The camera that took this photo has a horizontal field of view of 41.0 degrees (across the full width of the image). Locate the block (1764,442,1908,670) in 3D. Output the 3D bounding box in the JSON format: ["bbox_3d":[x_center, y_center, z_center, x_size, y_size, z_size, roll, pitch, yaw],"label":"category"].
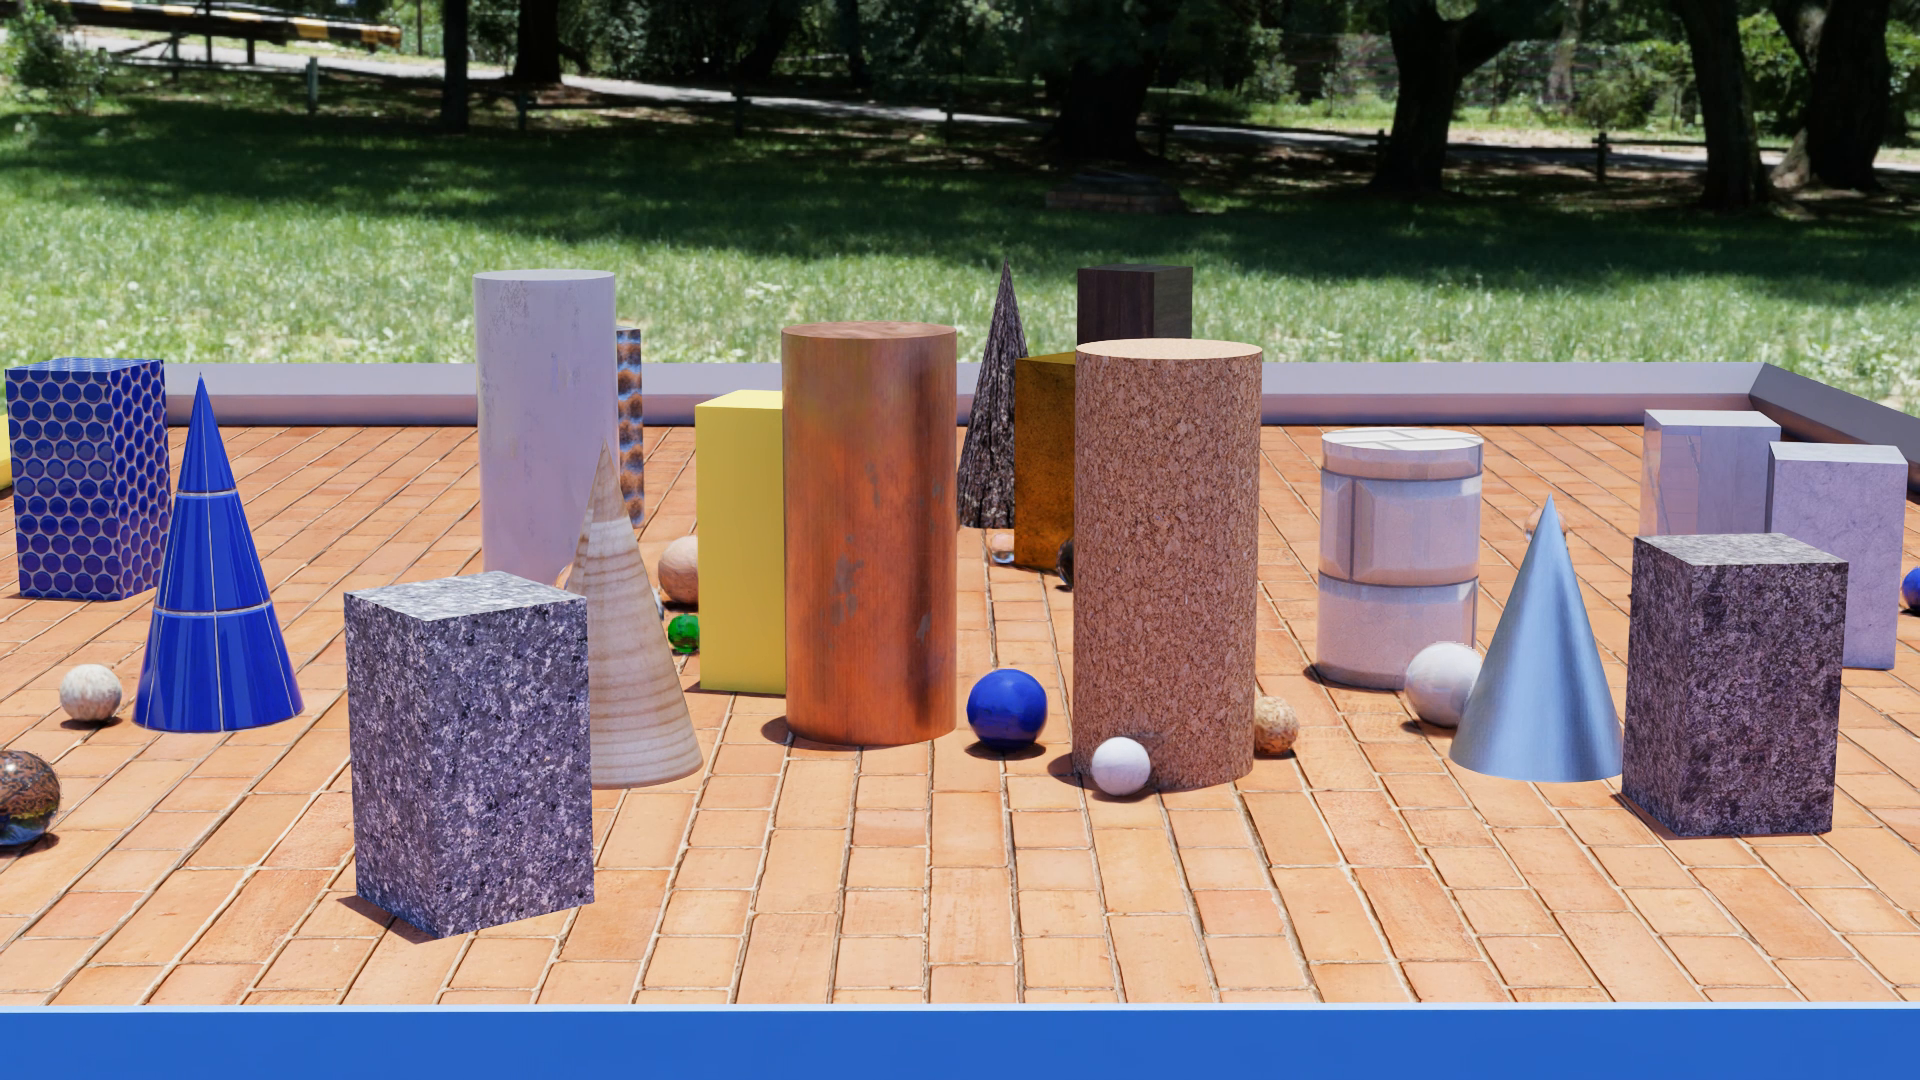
[{"bbox_3d":[1.082,0.016,3.188,0.152,0.252,0.152,3,11,14],"label":"block"}]

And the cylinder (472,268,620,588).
[{"bbox_3d":[-0.561,-0.139,3.498,0.190,0.444,0.190,0,11,0],"label":"cylinder"}]

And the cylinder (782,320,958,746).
[{"bbox_3d":[-0.098,-0.011,2.820,0.190,0.441,0.190,0,11,0],"label":"cylinder"}]

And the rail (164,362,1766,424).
[{"bbox_3d":[-0.010,-0.295,5.203,3.303,0.124,0.045,0,11,0],"label":"rail"}]

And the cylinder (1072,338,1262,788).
[{"bbox_3d":[0.213,0.020,2.659,0.190,0.438,0.190,0,11,0],"label":"cylinder"}]

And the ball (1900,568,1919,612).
[{"bbox_3d":[1.292,0.067,3.432,0.063,0.063,0.063,0,11,0],"label":"ball"}]

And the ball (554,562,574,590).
[{"bbox_3d":[-0.495,0.067,3.382,0.081,0.081,0.081,0,11,0],"label":"ball"}]

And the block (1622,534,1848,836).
[{"bbox_3d":[0.752,0.138,2.503,0.152,0.263,0.152,-1,11,-6],"label":"block"}]

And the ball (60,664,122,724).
[{"bbox_3d":[-0.970,0.171,2.862,0.066,0.066,0.066,0,11,0],"label":"ball"}]

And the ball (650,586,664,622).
[{"bbox_3d":[-0.418,0.092,3.212,0.094,0.094,0.094,0,11,0],"label":"ball"}]

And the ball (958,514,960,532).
[{"bbox_3d":[-0.031,-0.027,3.926,0.066,0.066,0.066,0,11,0],"label":"ball"}]

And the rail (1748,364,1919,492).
[{"bbox_3d":[1.628,0.030,3.459,0.045,0.124,3.616,0,11,0],"label":"rail"}]

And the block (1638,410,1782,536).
[{"bbox_3d":[1.007,-0.037,3.462,0.152,0.257,0.152,1,11,6],"label":"block"}]

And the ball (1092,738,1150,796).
[{"bbox_3d":[0.162,0.228,2.578,0.059,0.059,0.059,0,11,0],"label":"ball"}]

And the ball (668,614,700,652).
[{"bbox_3d":[-0.342,0.116,3.206,0.049,0.049,0.049,0,11,0],"label":"ball"}]

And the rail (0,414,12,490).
[{"bbox_3d":[-1.628,0.034,3.440,0.045,0.124,3.616,0,11,0],"label":"rail"}]

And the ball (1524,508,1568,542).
[{"bbox_3d":[0.886,-0.018,3.881,0.065,0.065,0.065,0,11,0],"label":"ball"}]

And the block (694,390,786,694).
[{"bbox_3d":[-0.213,0.000,3.043,0.152,0.336,0.152,3,11,15],"label":"block"}]

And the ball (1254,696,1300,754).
[{"bbox_3d":[0.331,0.197,2.736,0.061,0.061,0.061,0,11,0],"label":"ball"}]

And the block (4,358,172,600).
[{"bbox_3d":[-1.209,-0.088,3.575,0.152,0.315,0.152,2,11,12],"label":"block"}]

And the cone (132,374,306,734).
[{"bbox_3d":[-0.841,0.004,2.874,0.190,0.390,0.190,0,11,0],"label":"cone"}]

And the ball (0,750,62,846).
[{"bbox_3d":[-0.894,0.242,2.415,0.090,0.090,0.090,0,11,0],"label":"ball"}]

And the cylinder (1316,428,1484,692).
[{"bbox_3d":[0.526,0.020,3.078,0.190,0.286,0.190,0,11,0],"label":"cylinder"}]

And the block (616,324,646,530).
[{"bbox_3d":[-0.605,-0.178,4.055,0.152,0.316,0.152,-7,13,-35],"label":"block"}]

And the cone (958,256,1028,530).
[{"bbox_3d":[0.074,-0.244,4.107,0.190,0.426,0.190,0,11,0],"label":"cone"}]

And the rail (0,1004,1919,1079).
[{"bbox_3d":[0.010,0.358,1.695,3.303,0.124,0.045,0,11,0],"label":"rail"}]

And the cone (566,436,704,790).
[{"bbox_3d":[-0.364,0.065,2.663,0.190,0.349,0.190,0,11,0],"label":"cone"}]

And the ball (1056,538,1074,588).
[{"bbox_3d":[0.170,0.031,3.592,0.075,0.075,0.075,0,11,0],"label":"ball"}]

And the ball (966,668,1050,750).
[{"bbox_3d":[0.051,0.182,2.747,0.088,0.088,0.088,0,11,0],"label":"ball"}]

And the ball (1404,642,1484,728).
[{"bbox_3d":[0.539,0.161,2.839,0.095,0.095,0.095,0,11,0],"label":"ball"}]

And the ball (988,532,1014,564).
[{"bbox_3d":[0.065,0.012,3.776,0.046,0.046,0.046,0,11,0],"label":"ball"}]

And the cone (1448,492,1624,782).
[{"bbox_3d":[0.614,0.090,2.695,0.190,0.288,0.190,0,11,0],"label":"cone"}]

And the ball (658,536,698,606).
[{"bbox_3d":[-0.363,0.042,3.479,0.095,0.095,0.095,0,11,0],"label":"ball"}]

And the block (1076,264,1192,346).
[{"bbox_3d":[0.313,-0.306,4.605,0.152,0.366,0.152,6,12,31],"label":"block"}]

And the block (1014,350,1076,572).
[{"bbox_3d":[0.187,-0.113,3.742,0.152,0.304,0.152,9,14,40],"label":"block"}]

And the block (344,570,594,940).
[{"bbox_3d":[-0.428,0.182,2.239,0.152,0.274,0.152,-8,14,-38],"label":"block"}]
